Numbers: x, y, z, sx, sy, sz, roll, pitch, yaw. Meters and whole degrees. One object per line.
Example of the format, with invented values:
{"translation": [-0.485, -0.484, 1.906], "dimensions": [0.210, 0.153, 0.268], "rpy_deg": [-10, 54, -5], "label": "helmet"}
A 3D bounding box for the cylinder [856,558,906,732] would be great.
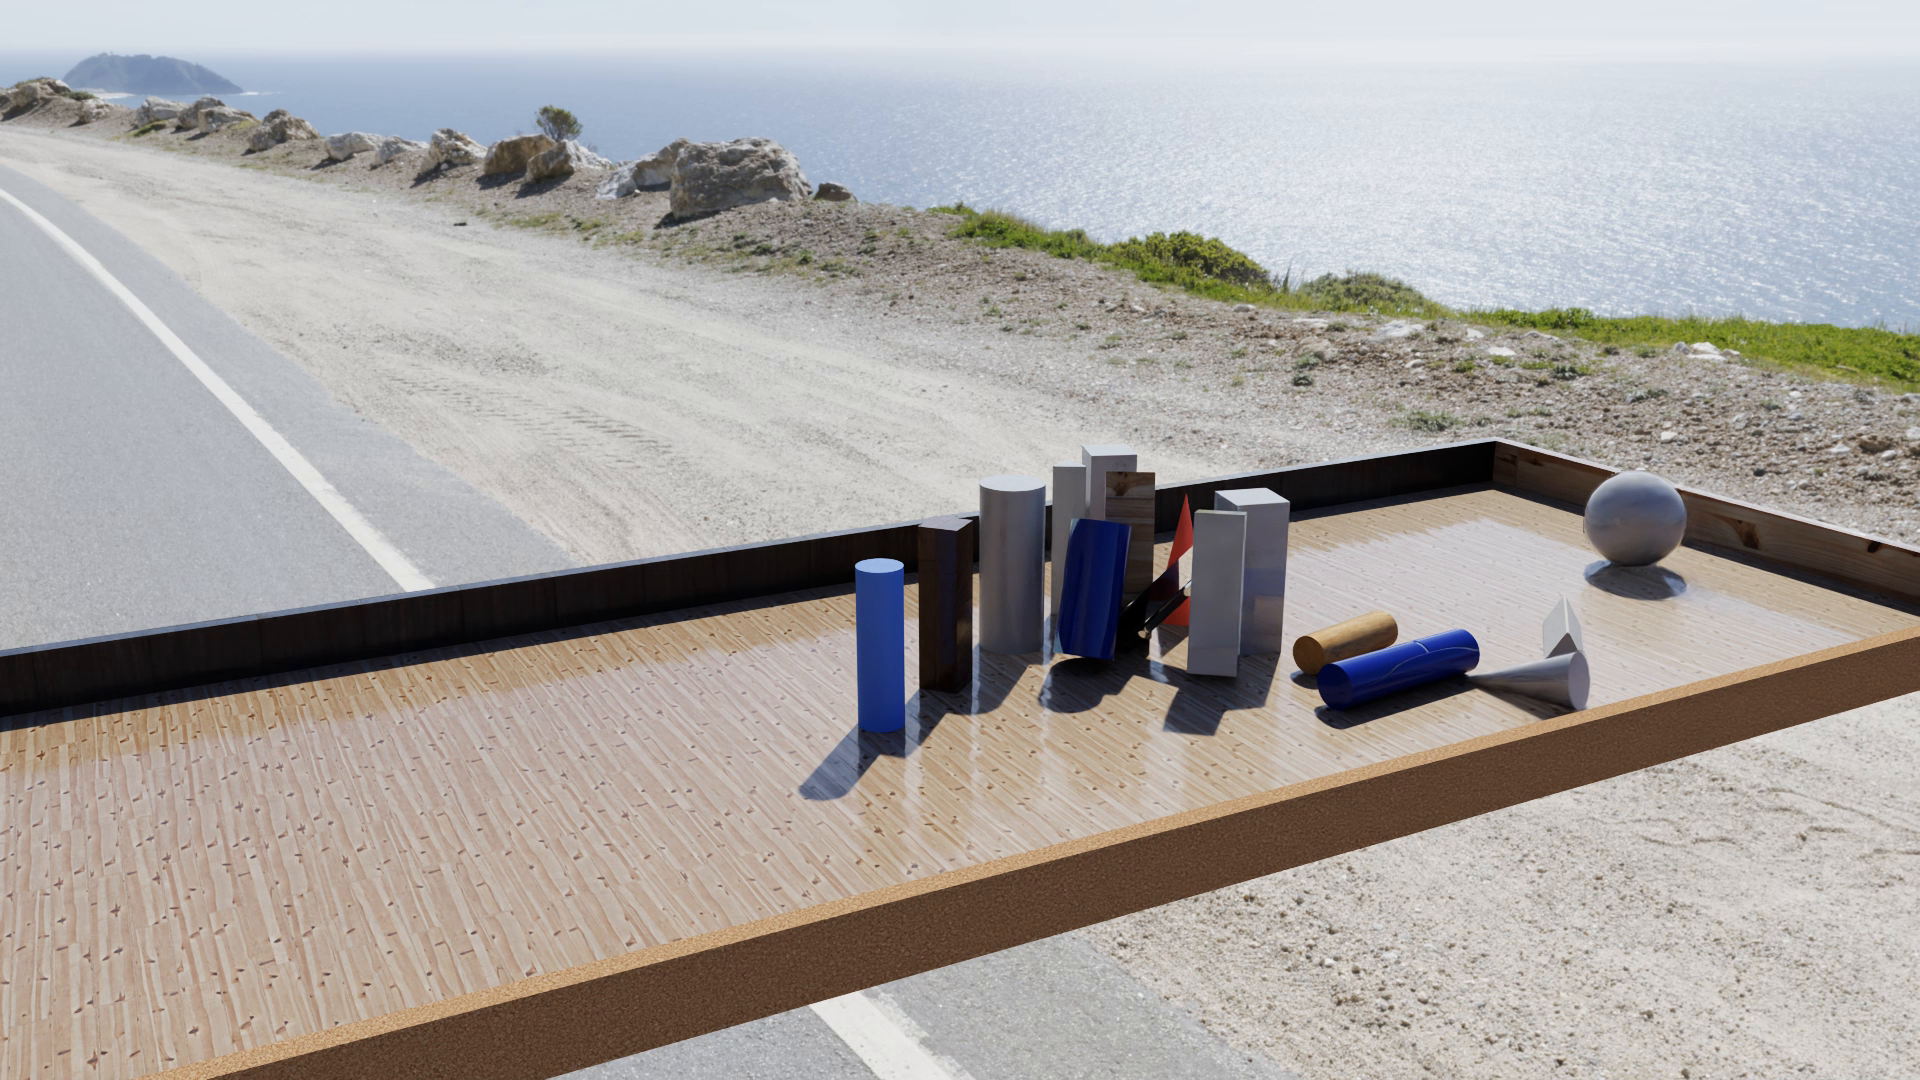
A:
{"translation": [-0.185, 0.245, 3.830], "dimensions": [0.111, 0.389, 0.111], "rpy_deg": [0, 16, 0], "label": "cylinder"}

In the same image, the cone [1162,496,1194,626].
{"translation": [0.620, 0.042, 4.571], "dimensions": [0.150, 0.360, 0.150], "rpy_deg": [0, 16, 0], "label": "cone"}

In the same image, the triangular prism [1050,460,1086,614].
{"translation": [0.303, -0.008, 4.623], "dimensions": [0.090, 0.428, 0.078], "rpy_deg": [1, 16, 4], "label": "triangular prism"}

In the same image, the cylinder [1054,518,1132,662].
{"translation": [0.341, 0.129, 4.243], "dimensions": [0.158, 0.347, 0.158], "rpy_deg": [8, -4, 1], "label": "cylinder"}

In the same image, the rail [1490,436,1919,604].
{"translation": [2.466, -0.048, 5.253], "dimensions": [0.050, 0.150, 2.100], "rpy_deg": [-9, 18, -27], "label": "rail"}

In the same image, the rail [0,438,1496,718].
{"translation": [-3.305, 0.497, 3.399], "dimensions": [12.000, 0.150, 0.050], "rpy_deg": [-9, 18, -27], "label": "rail"}

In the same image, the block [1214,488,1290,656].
{"translation": [0.758, 0.084, 4.343], "dimensions": [0.146, 0.410, 0.146], "rpy_deg": [-4, 17, -14], "label": "block"}

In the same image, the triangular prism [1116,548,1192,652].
{"translation": [0.525, 0.144, 4.302], "dimensions": [0.080, 0.339, 0.093], "rpy_deg": [48, 3, 20], "label": "triangular prism"}

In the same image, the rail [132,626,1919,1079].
{"translation": [-2.336, 1.006, 1.665], "dimensions": [12.000, 0.150, 0.050], "rpy_deg": [-9, 18, -27], "label": "rail"}

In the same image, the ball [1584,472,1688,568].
{"translation": [2.065, -0.062, 5.047], "dimensions": [0.293, 0.293, 0.293], "rpy_deg": [0, 16, 0], "label": "ball"}

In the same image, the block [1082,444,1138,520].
{"translation": [0.431, -0.060, 4.818], "dimensions": [0.133, 0.417, 0.133], "rpy_deg": [-2, 17, -7], "label": "block"}

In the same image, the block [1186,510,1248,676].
{"translation": [0.649, 0.131, 4.161], "dimensions": [0.123, 0.404, 0.123], "rpy_deg": [3, 5, 12], "label": "block"}

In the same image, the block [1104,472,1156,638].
{"translation": [0.450, 0.038, 4.413], "dimensions": [0.130, 0.439, 0.130], "rpy_deg": [1, 2, 4], "label": "block"}

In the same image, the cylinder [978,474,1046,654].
{"translation": [0.137, 0.064, 4.352], "dimensions": [0.174, 0.443, 0.174], "rpy_deg": [0, 16, 0], "label": "cylinder"}

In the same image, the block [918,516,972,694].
{"translation": [-0.035, 0.160, 4.068], "dimensions": [0.102, 0.418, 0.102], "rpy_deg": [7, 18, 22], "label": "block"}

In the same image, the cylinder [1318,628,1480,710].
{"translation": [1.087, 0.317, 4.074], "dimensions": [0.455, 0.115, 0.115], "rpy_deg": [-11, 19, -32], "label": "cylinder"}

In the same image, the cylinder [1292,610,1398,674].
{"translation": [1.002, 0.264, 4.277], "dimensions": [0.311, 0.101, 0.101], "rpy_deg": [-14, 21, -39], "label": "cylinder"}

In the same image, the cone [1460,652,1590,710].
{"translation": [1.370, 0.345, 4.058], "dimensions": [0.305, 0.141, 0.141], "rpy_deg": [-3, 11, 41], "label": "cone"}
